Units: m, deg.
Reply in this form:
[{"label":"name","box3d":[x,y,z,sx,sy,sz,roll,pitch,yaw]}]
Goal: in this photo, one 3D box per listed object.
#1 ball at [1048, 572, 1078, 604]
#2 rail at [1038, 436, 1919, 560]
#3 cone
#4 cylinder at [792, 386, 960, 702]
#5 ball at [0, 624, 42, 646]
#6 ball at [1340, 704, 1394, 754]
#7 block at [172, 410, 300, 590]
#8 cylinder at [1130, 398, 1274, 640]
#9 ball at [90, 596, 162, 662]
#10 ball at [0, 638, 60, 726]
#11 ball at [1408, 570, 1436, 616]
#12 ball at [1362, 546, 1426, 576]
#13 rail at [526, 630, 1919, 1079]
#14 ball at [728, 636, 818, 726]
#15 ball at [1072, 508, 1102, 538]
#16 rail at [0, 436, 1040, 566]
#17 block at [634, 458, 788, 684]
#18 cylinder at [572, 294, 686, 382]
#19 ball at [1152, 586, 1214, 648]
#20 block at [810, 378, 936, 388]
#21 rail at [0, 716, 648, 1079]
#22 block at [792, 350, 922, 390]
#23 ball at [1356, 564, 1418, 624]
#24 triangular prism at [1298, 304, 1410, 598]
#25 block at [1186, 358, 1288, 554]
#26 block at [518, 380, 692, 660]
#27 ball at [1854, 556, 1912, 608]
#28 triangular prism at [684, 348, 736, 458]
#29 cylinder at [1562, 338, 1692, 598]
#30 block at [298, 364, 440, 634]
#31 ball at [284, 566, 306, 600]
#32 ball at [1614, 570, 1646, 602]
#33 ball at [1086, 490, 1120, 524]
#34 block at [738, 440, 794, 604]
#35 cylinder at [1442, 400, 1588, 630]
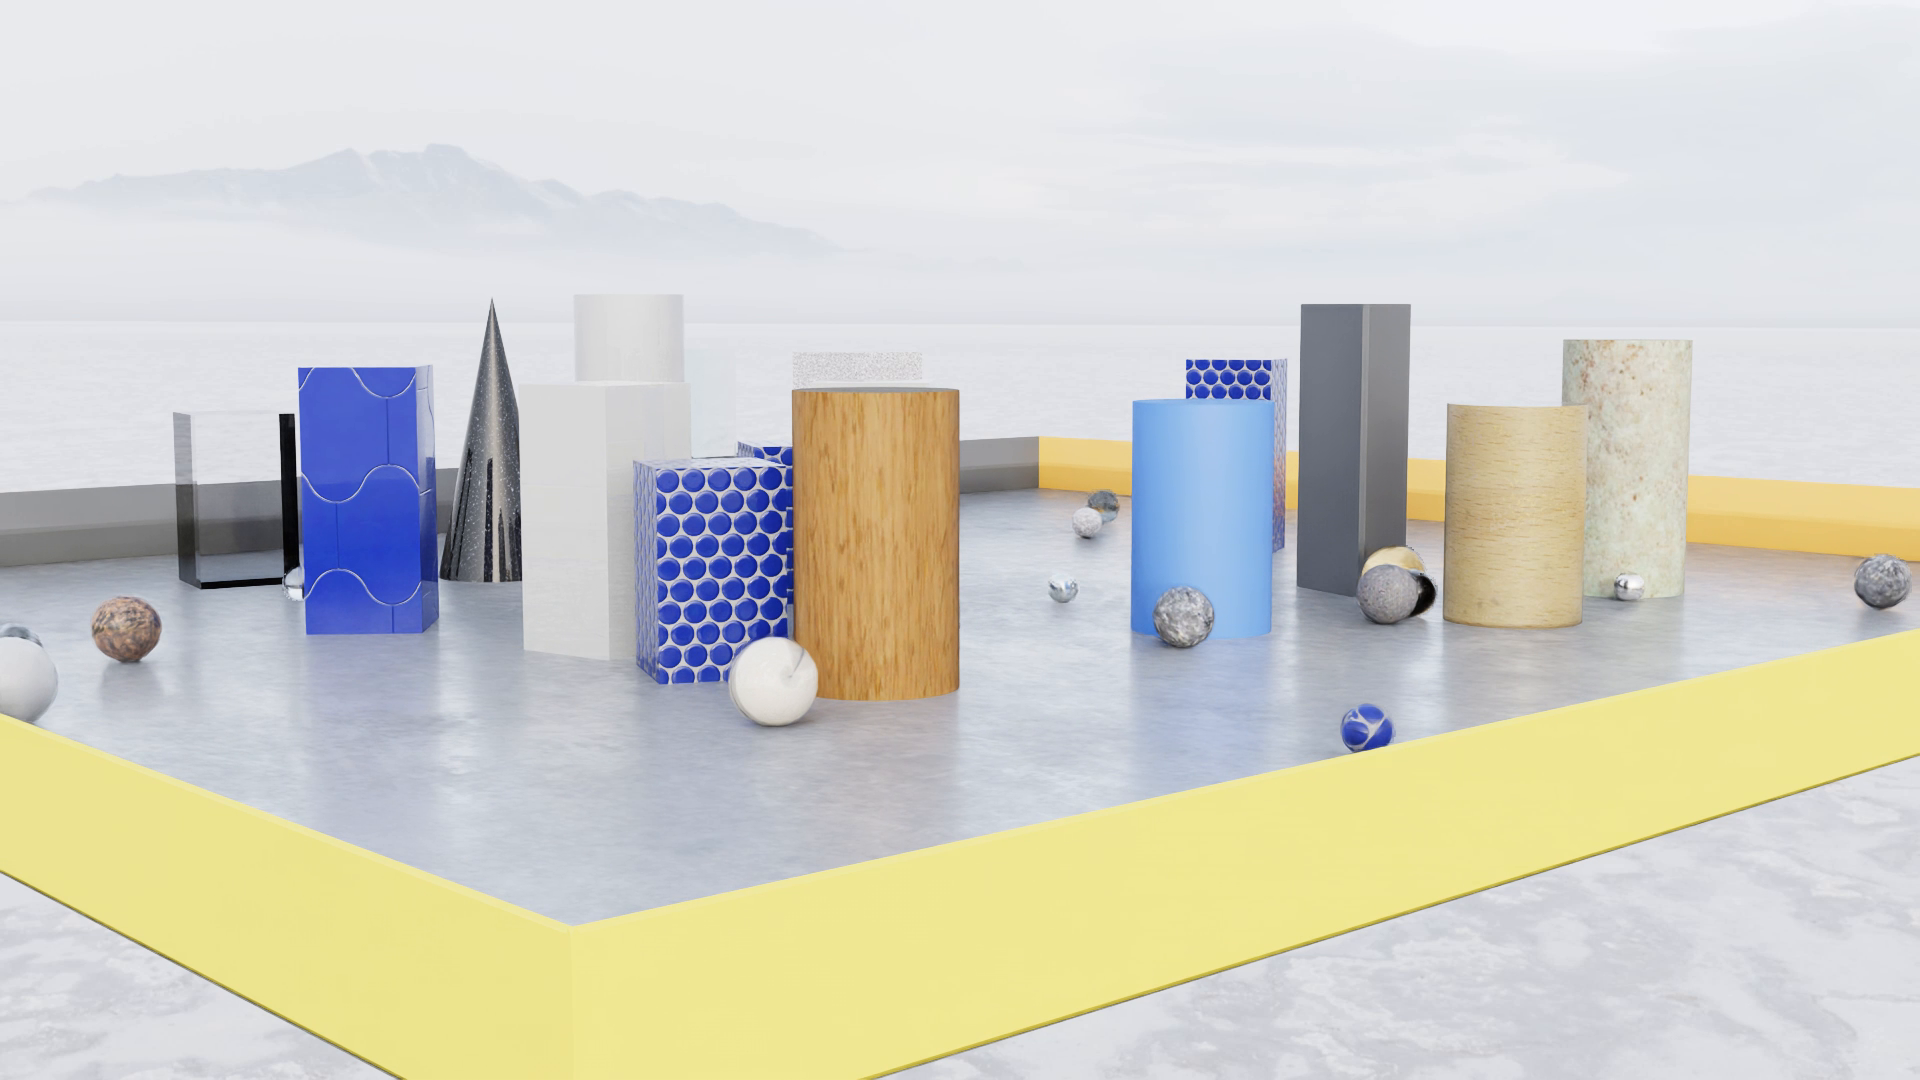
[{"label":"ball","box3d":[0.156,0.073,3.352,0.047,0.047,0.047,0,6,0]},{"label":"rail","box3d":[1.193,-0.081,4.426,0.045,0.128,2.982,-5,8,-42]},{"label":"cone","box3d":[-0.778,-0.174,3.682,0.196,0.468,0.196,0,6,0]},{"label":"cylinder","box3d":[-0.099,-0.001,2.592,0.196,0.352,0.196,0,6,0]},{"label":"ball","box3d":[-1.137,0.135,2.634,0.072,0.072,0.072,0,6,0]},{"label":"ball","box3d":[0.408,0.190,2.202,0.053,0.053,0.053,0,6,0]},{"label":"block","box3d":[-1.187,-0.070,3.607,0.157,0.278,0.157,-4,7,-32]},{"label":"cylinder","box3d":[0.338,-0.034,3.066,0.196,0.318,0.196,0,6,0]},{"label":"ball","box3d":[-1.059,0.112,2.794,0.084,0.084,0.084,0,6,0]},{"label":"ball","box3d":[-1.014,0.152,2.346,0.097,0.097,0.097,0,6,0]},{"label":"ball","box3d":[0.659,0.077,3.206,0.069,0.069,0.069,0,6,0]},{"label":"ball","box3d":[0.649,0.056,3.288,0.094,0.094,0.094,0,6,0]},{"label":"rail","box3d":[0.995,0.145,2.259,3.293,0.128,0.045,-5,8,-42]},{"label":"ball","box3d":[-0.200,0.152,2.362,0.096,0.096,0.096,0,6,0]},{"label":"ball","box3d":[0.248,-0.034,4.313,0.060,0.060,0.060,0,6,0]},{"label":"rail","box3d":[-0.995,-0.079,4.404,3.293,0.128,0.045,-5,8,-42]},{"label":"block","box3d":[-0.309,0.034,2.710,0.157,0.258,0.157,-2,6,-18]},{"label":"cylinder","box3d":[-0.591,-0.204,3.950,0.196,0.472,0.196,0,6,0]},{"label":"ball","box3d":[0.296,0.101,2.912,0.082,0.082,0.082,0,6,0]},{"label":"block","box3d":[-0.116,-0.043,3.011,0.157,0.349,0.157,0,6,2]},{"label":"rail","box3d":[-1.193,0.148,2.237,0.045,0.128,2.982,-5,8,-42]},{"label":"block","box3d":[-0.176,-0.138,3.798,0.157,0.373,0.157,6,8,44]},{"label":"ball","box3d":[0.607,0.077,3.125,0.086,0.086,0.086,0,6,0]},{"label":"triangular prism","box3d":[0.607,-0.147,3.495,0.147,0.454,0.170,4,7,34]},{"label":"block","box3d":[0.512,-0.158,4.079,0.157,0.355,0.157,2,6,19]},{"label":"block","box3d":[-0.464,-0.031,2.891,0.157,0.349,0.157,4,7,36]},{"label":"ball","box3d":[1.380,0.063,3.290,0.080,0.080,0.080,0,6,0]},{"label":"triangular prism","box3d":[-0.538,-0.198,4.393,0.170,0.369,0.147,-1,6,-10]},{"label":"cylinder","box3d":[1.053,-0.118,3.490,0.196,0.398,0.196,0,6,0]},{"label":"block","box3d":[-0.828,-0.061,3.091,0.157,0.367,0.157,-1,6,-5]},{"label":"ball","box3d":[-1.010,0.067,3.376,0.052,0.052,0.052,0,6,0]},{"label":"ball","box3d":[1.027,0.071,3.373,0.047,0.047,0.047,0,6,0]},{"label":"ball","box3d":[0.300,-0.068,4.594,0.069,0.069,0.069,0,6,0]},{"label":"block","box3d":[-0.253,-0.030,3.408,0.157,0.240,0.157,-2,6,-15]},{"label":"cylinder","box3d":[0.796,-0.040,3.158,0.196,0.311,0.196,0,6,0]}]
